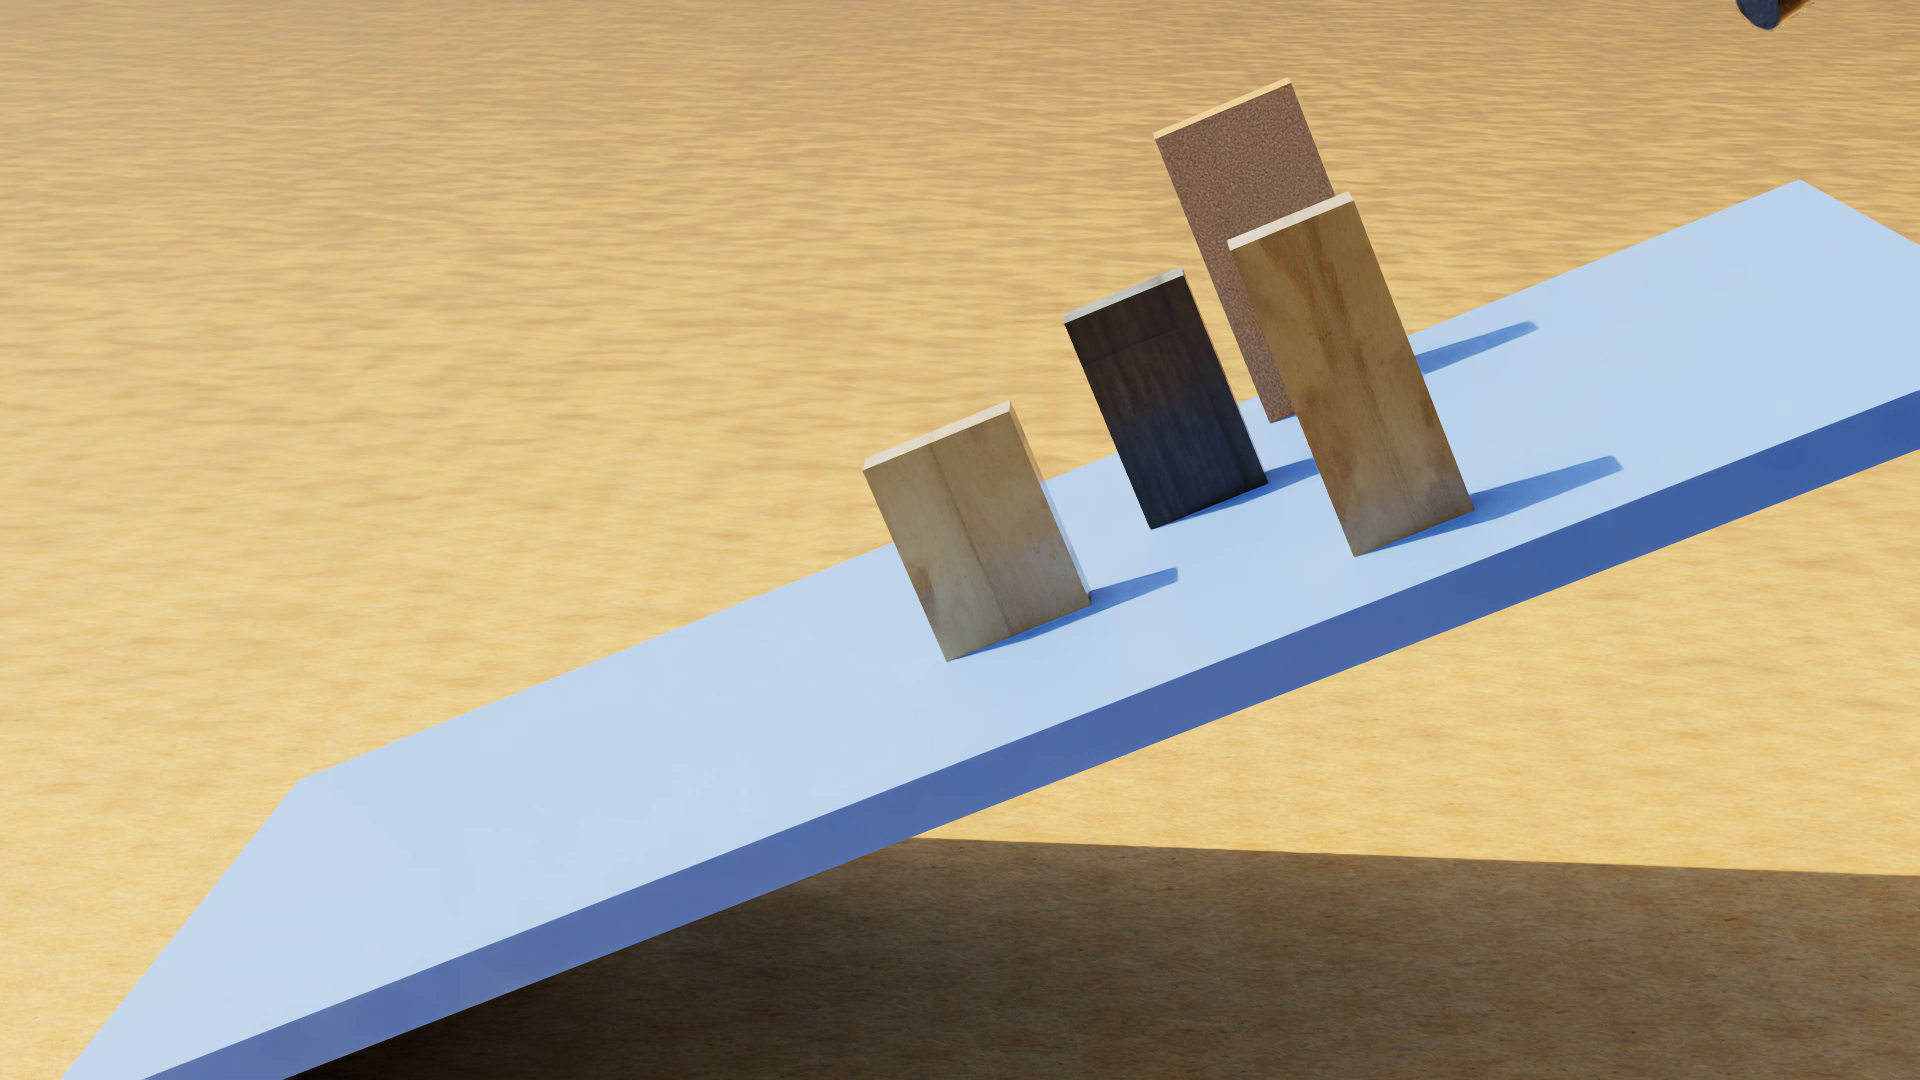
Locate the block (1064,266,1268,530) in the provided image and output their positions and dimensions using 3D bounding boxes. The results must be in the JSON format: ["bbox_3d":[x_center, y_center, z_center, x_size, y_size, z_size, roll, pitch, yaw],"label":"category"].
[{"bbox_3d":[0.444,-0.305,6.334,0.272,0.489,0.118,-22,12,8],"label":"block"}]

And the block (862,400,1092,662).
[{"bbox_3d":[0.037,-0.018,5.996,0.320,0.434,0.112,-22,12,8],"label":"block"}]

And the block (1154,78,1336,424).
[{"bbox_3d":[0.736,-0.666,6.792,0.331,0.715,0.124,-22,12,8],"label":"block"}]

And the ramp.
[{"bbox_3d":[0.128,0.172,6.287,4.000,0.100,2.000,-22,12,8],"label":"ramp"}]

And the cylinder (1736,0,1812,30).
[{"bbox_3d":[1.609,-1.089,5.778,0.125,0.125,0.125,-35,26,-15],"label":"cylinder"}]

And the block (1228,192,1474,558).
[{"bbox_3d":[0.730,-0.308,5.495,0.241,0.628,0.122,-22,12,8],"label":"block"}]
